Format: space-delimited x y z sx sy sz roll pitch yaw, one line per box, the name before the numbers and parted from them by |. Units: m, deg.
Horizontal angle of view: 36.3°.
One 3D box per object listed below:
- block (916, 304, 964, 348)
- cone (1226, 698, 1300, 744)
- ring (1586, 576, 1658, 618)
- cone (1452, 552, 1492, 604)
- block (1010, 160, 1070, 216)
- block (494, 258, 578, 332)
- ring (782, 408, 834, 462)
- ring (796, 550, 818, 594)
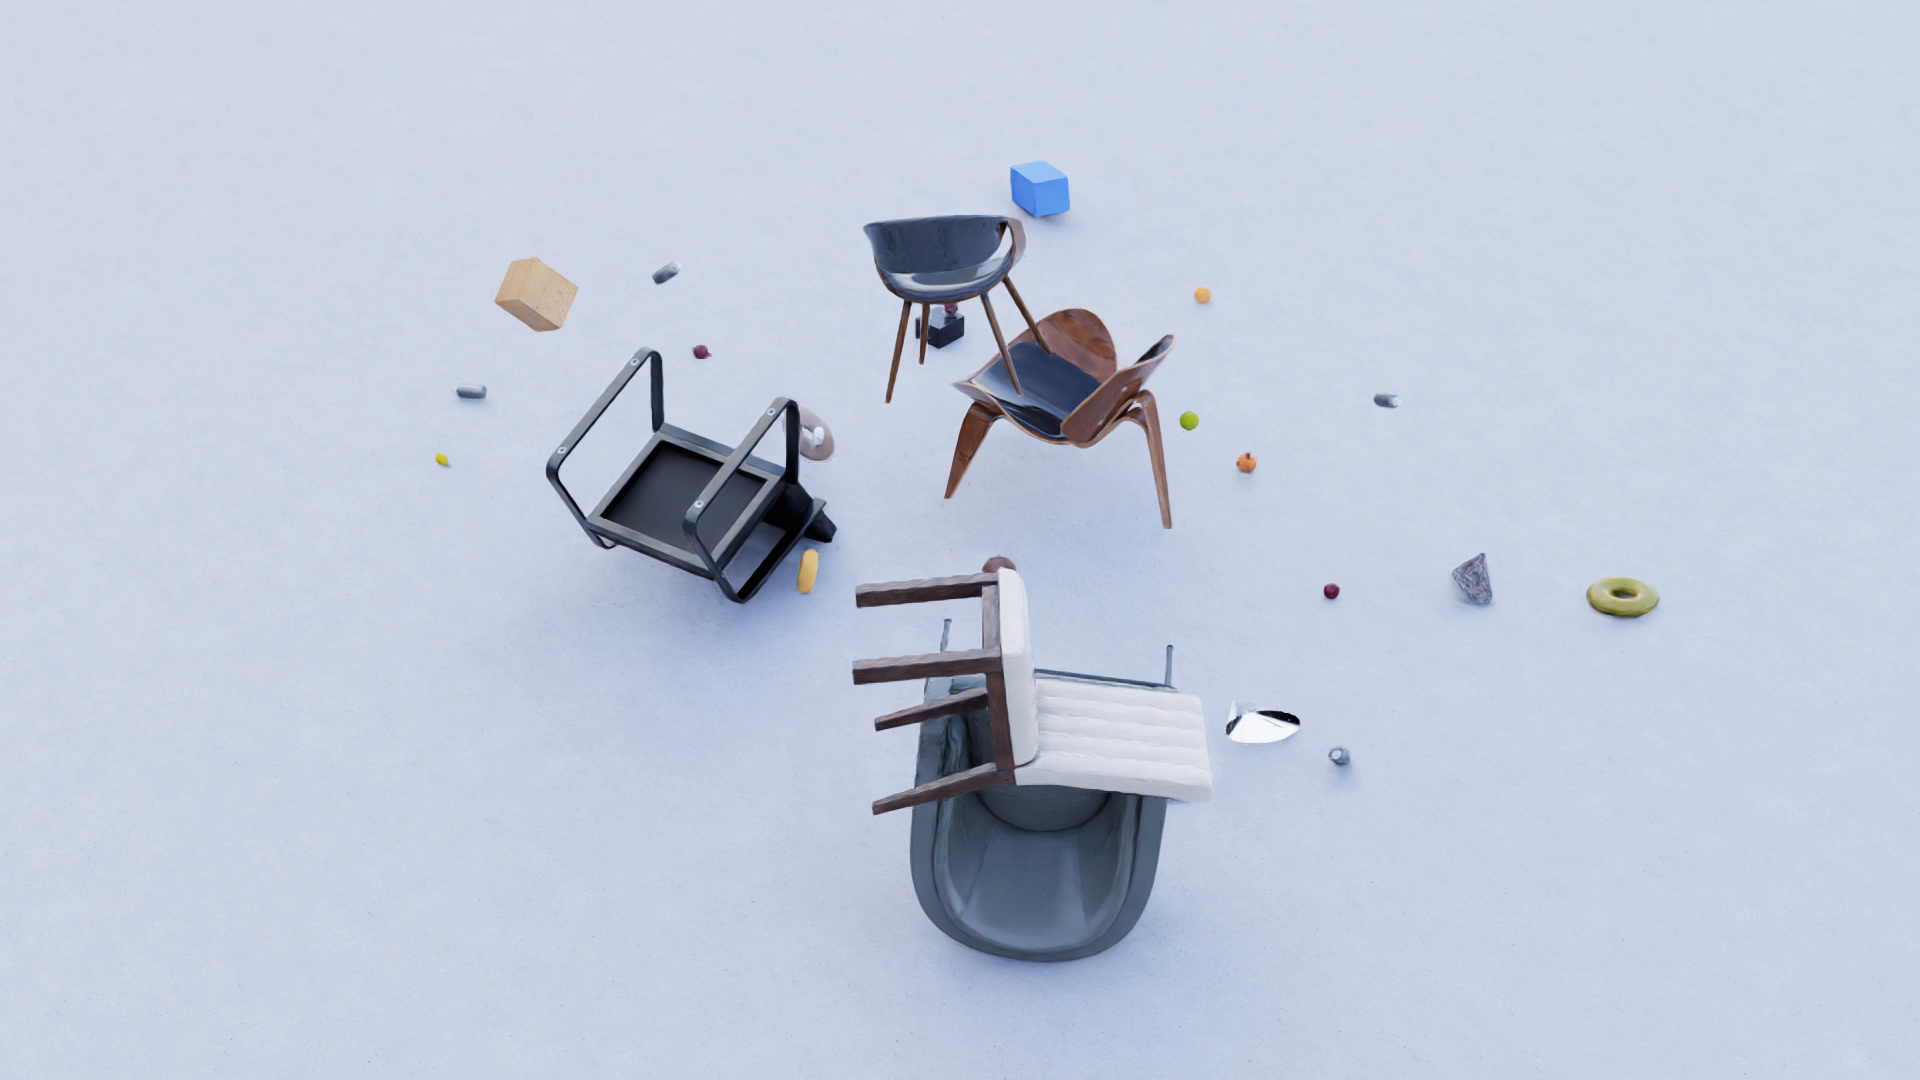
block | -0.083 -0.888 12.206 0.137 0.094 0.155 27 42 35
cone | 0.982 0.588 9.998 0.274 0.117 0.260 -3 20 -17
ring | 2.391 0.204 10.579 0.261 0.062 0.216 -1 34 -2
cone | 1.880 0.102 10.628 0.130 0.145 0.260 7 27 -15
block | 0.358 -1.580 13.169 0.166 0.158 0.265 -13 28 -19
block | -1.691 -0.979 11.708 0.165 0.236 0.193 -2 61 46
ring | -0.581 -0.405 11.228 0.242 0.170 0.087 49 37 -7
ring | -0.550 0.114 10.586 0.057 0.213 0.095 6 46 -9
